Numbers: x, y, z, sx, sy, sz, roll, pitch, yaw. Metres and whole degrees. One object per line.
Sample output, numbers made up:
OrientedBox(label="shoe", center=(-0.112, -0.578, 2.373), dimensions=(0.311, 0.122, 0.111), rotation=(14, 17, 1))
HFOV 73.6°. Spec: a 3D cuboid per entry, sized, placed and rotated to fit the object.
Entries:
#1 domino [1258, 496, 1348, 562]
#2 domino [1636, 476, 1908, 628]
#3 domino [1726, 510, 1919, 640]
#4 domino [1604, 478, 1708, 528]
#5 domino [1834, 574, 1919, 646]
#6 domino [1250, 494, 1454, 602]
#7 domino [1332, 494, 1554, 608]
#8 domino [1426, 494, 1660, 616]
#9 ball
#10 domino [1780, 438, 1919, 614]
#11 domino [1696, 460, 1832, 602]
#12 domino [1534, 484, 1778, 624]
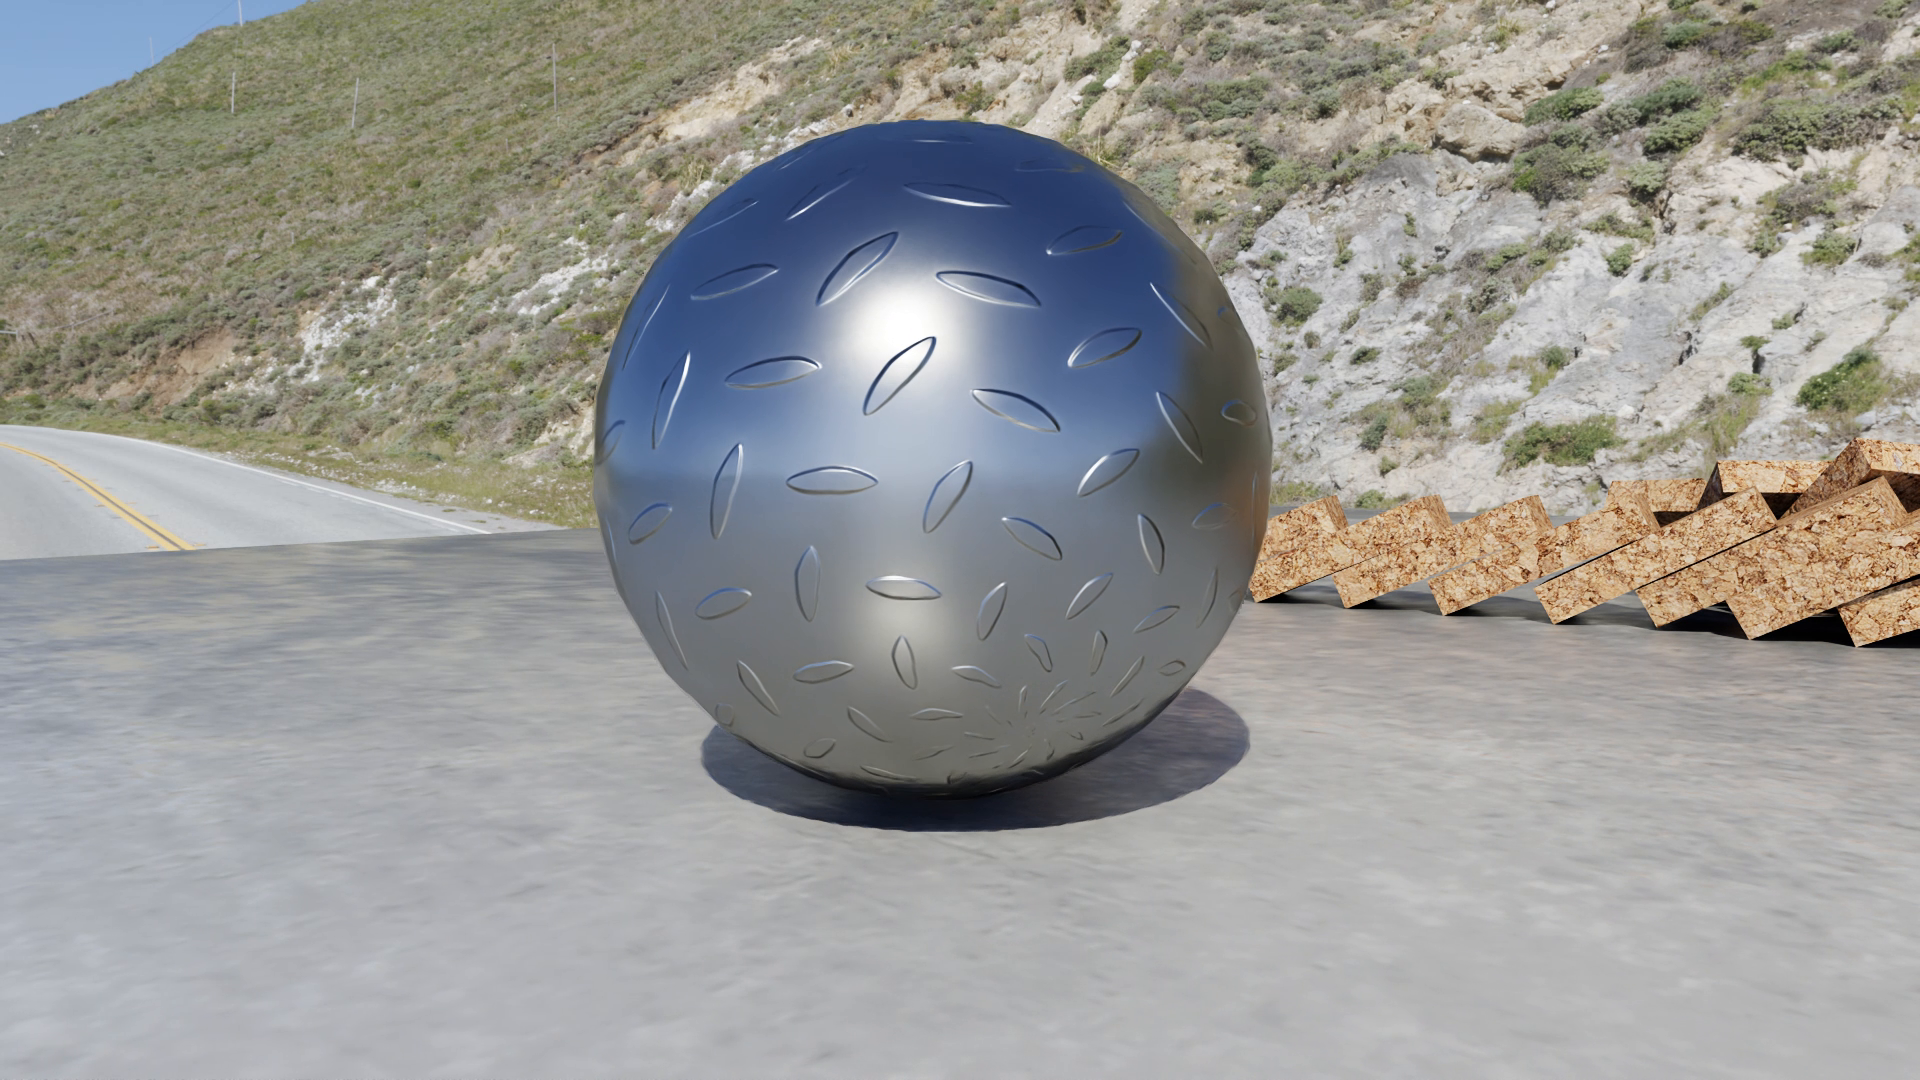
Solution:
OrientedBox(label="domino", center=(0.080, 0.002, 0.356), dimensions=(0.050, 0.010, 0.025), rotation=(-23, -6, 24))
OrientedBox(label="domino", center=(0.181, 0.003, 0.287), dimensions=(0.050, 0.009, 0.025), rotation=(-35, -14, 39))
OrientedBox(label="domino", center=(0.194, 0.005, 0.275), dimensions=(0.050, 0.009, 0.025), rotation=(-34, -13, 36))
OrientedBox(label="domino", center=(0.203, -0.001, 0.352), dimensions=(0.050, 0.010, 0.025), rotation=(30, -14, -27))
OrientedBox(label="domino", center=(0.212, 0.008, 0.268), dimensions=(0.050, 0.010, 0.025), rotation=(-26, -9, 30))
OrientedBox(label="domino", center=(0.104, 0.002, 0.343), dimensions=(0.050, 0.009, 0.025), rotation=(-25, -9, 29))
OrientedBox(label="domino", center=(0.124, 0.003, 0.330), dimensions=(0.050, 0.009, 0.025), rotation=(-26, -10, 31))
OrientedBox(label="domino", center=(0.144, 0.004, 0.316), dimensions=(0.050, 0.010, 0.025), rotation=(-28, -11, 31))
OrientedBox(label="ball", center=(-0.003, -0.009, 0.156), dimensions=(0.080, 0.080, 0.080), rotation=(0, 4, 0))
OrientedBox(label="domino", center=(0.210, -0.002, 0.304), dimensions=(0.025, 0.009, 0.050), rotation=(6, -40, -3))
OrientedBox(label="domino", center=(0.201, -0.001, 0.326), dimensions=(0.025, 0.009, 0.050), rotation=(1, -34, 15))
OrientedBox(label="domino", center=(0.163, 0.003, 0.301), dimensions=(0.050, 0.010, 0.025), rotation=(-32, -13, 30))
